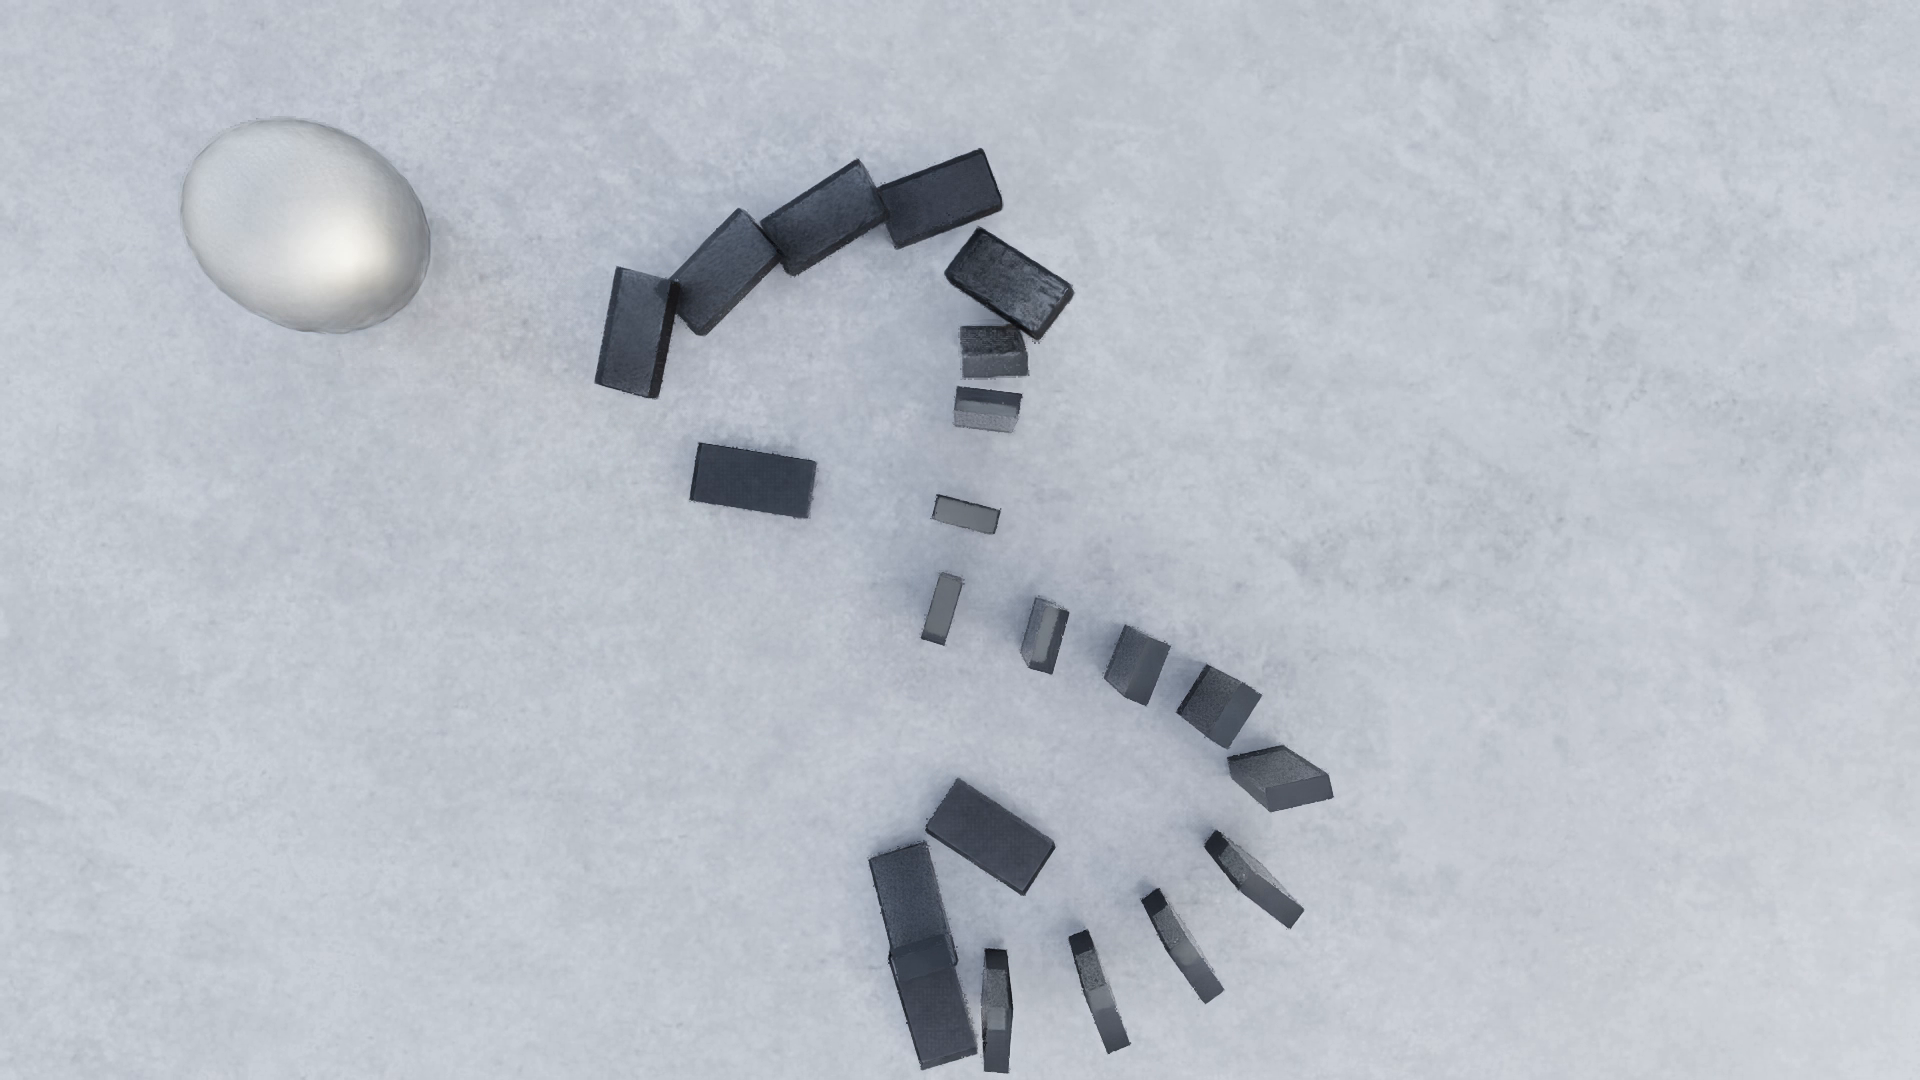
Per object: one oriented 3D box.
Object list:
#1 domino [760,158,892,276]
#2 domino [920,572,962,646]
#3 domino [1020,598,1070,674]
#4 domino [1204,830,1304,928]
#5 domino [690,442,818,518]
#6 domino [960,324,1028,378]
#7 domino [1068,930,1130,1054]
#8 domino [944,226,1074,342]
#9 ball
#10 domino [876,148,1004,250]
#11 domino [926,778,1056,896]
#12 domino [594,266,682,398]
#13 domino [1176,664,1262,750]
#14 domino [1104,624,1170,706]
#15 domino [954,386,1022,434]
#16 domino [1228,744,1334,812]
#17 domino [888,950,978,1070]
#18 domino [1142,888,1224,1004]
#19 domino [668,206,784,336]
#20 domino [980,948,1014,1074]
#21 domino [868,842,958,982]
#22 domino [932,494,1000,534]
[{"bbox_3d":[-0.057,-0.137,0.390,0.050,0.009,0.025,-28,90,12],"label":"domino"},{"bbox_3d":[-0.007,0.027,0.375,0.009,0.050,0.025,16,90,0],"label":"domino"},{"bbox_3d":[0.034,0.038,0.375,0.009,0.050,0.025,16,90,0],"label":"domino"},{"bbox_3d":[0.119,0.137,0.375,0.025,0.050,0.009,37,90,0],"label":"domino"},{"bbox_3d":[-0.089,-0.025,0.395,0.050,0.010,0.025,9,90,0],"label":"domino"},{"bbox_3d":[0.013,-0.078,0.375,0.025,0.050,0.009,-2,115,0],"label":"domino"},{"bbox_3d":[0.056,0.183,0.375,0.010,0.050,0.025,-22,90,0],"label":"domino"},{"bbox_3d":[0.021,-0.109,0.388,0.050,0.010,0.025,38,90,17],"label":"domino"},{"bbox_3d":[-0.254,-0.122,0.360,0.080,0.080,0.080,0,90,0],"label":"ball"},{"bbox_3d":[-0.009,-0.147,0.395,0.050,0.010,0.025,-21,90,0],"label":"domino"},{"bbox_3d":[0.013,0.128,0.395,0.050,0.009,0.025,33,90,0],"label":"domino"},{"bbox_3d":[-0.137,-0.088,0.390,0.025,0.009,0.050,16,100,7],"label":"domino"},{"bbox_3d":[0.105,0.067,0.375,0.009,0.050,0.025,33,90,0],"label":"domino"},{"bbox_3d":[0.072,0.050,0.375,0.009,0.050,0.025,22,90,0],"label":"domino"},{"bbox_3d":[0.011,-0.053,0.375,0.025,0.050,0.010,7,90,0],"label":"domino"},{"bbox_3d":[0.130,0.097,0.375,0.025,0.050,0.010,-13,90,0],"label":"domino"},{"bbox_3d":[-0.012,0.199,0.395,0.025,0.010,0.050,-17,90,0],"label":"domino"},{"bbox_3d":[0.090,0.165,0.375,0.010,0.050,0.025,-36,90,0],"label":"domino"},{"bbox_3d":[-0.102,-0.114,0.390,0.050,0.010,0.025,-41,90,11],"label":"domino"},{"bbox_3d":[0.015,0.191,0.375,0.009,0.050,0.025,4,90,0],"label":"domino"},{"bbox_3d":[-0.020,0.157,0.390,0.025,0.009,0.050,-17,77,0],"label":"domino"},{"bbox_3d":[0.002,-0.010,0.375,0.025,0.050,0.010,14,90,0],"label":"domino"}]
